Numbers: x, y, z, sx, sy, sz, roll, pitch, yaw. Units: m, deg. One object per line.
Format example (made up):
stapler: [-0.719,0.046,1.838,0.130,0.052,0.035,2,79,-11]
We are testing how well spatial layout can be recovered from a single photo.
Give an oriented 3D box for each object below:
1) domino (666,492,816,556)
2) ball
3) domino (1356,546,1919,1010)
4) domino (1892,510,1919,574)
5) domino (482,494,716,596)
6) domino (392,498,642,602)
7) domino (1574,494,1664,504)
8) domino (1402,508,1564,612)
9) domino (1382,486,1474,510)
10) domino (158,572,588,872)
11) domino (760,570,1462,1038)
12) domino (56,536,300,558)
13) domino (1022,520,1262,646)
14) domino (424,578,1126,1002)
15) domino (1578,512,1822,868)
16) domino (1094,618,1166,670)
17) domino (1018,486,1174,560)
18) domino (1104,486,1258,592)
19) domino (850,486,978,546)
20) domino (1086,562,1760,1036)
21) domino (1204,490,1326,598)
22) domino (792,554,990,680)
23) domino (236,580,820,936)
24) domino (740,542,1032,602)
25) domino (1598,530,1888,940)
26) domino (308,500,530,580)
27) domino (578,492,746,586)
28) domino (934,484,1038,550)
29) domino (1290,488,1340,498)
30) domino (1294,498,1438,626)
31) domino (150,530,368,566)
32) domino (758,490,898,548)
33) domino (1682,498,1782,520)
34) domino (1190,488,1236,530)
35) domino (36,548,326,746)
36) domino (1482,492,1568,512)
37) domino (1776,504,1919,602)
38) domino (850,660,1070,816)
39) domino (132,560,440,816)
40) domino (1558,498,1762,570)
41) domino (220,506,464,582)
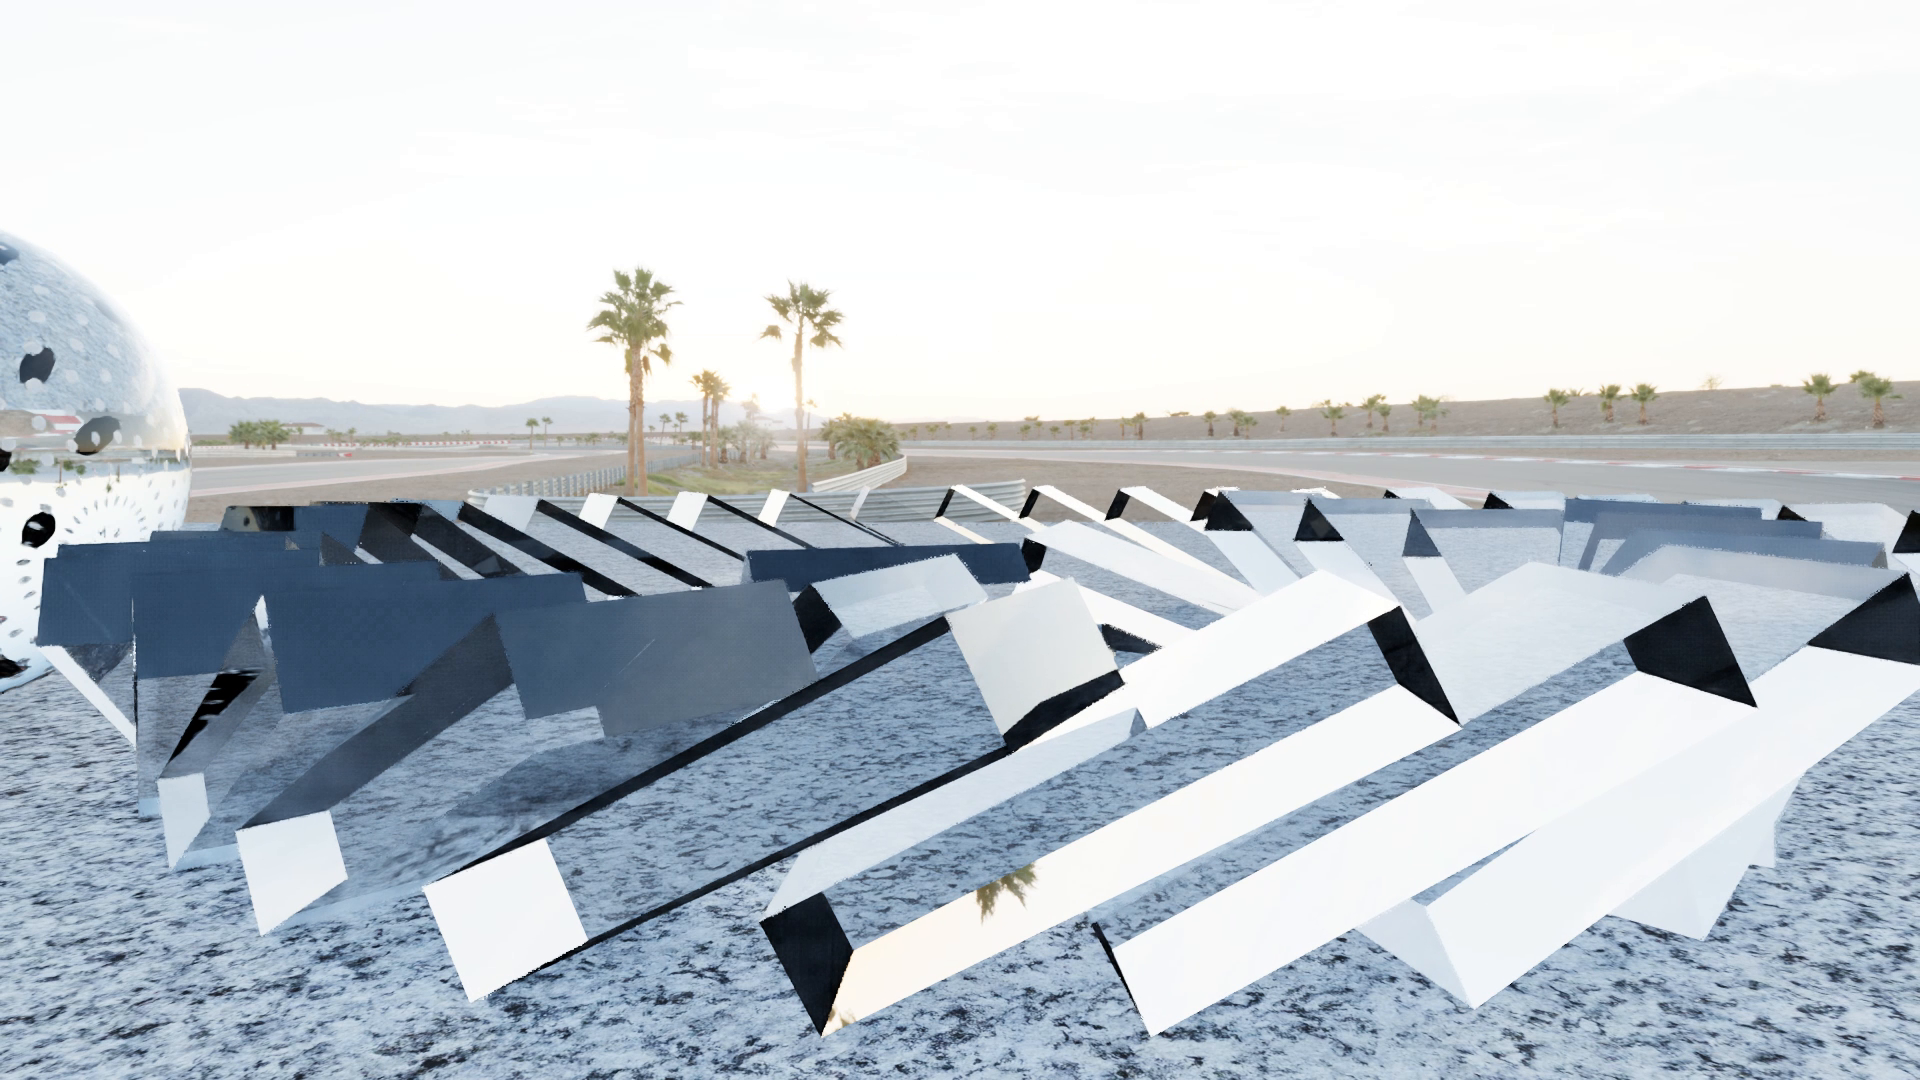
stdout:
domino: [-0.046,0.003,0.317,0.050,0.009,0.025,28,-9,-26]
ball: [-0.167,-0.013,0.201,0.080,0.080,0.080,0,4,0]
domino: [0.055,0.018,0.112,0.050,0.009,0.025,-30,12,-11]
domino: [0.188,0.011,0.216,0.025,0.010,0.050,0,31,-5]
domino: [-0.080,0.005,0.286,0.025,0.009,0.050,4,-21,47]
domino: [-0.092,0.007,0.267,0.025,0.009,0.050,3,-22,37]
domino: [0.159,0.006,0.279,0.025,0.009,0.050,-2,31,-26]
domino: [0.088,0.012,0.196,0.025,0.009,0.050,0,32,-1]
domino: [0.128,0.003,0.313,0.025,0.009,0.050,-4,33,-44]
domino: [-0.056,0.018,0.120,0.025,0.009,0.050,-4,-22,-42]
domino: [0.011,0.019,0.102,0.050,0.010,0.025,-27,2,5]
domino: [-0.097,0.014,0.174,0.025,0.010,0.050,-3,-22,-10]
domino: [0.038,0.011,0.243,0.050,0.010,0.025,22,16,20]
domino: [-0.014,0.019,0.100,0.050,0.009,0.025,-29,-8,23]
domino: [0.084,0.015,0.150,0.025,0.009,0.050,4,35,37]
domino: [0.015,0.018,0.262,0.050,0.009,0.025,4,6,41]
domino: [0.042,0.001,0.343,0.050,0.009,0.025,28,10,10]
domino: [0.065,0.002,0.340,0.050,0.009,0.025,29,14,18]
domino: [-0.004,0.001,0.338,0.050,0.009,0.025,27,0,-9]
domino: [0.033,0.019,0.104,0.050,0.009,0.025,-28,6,-1]
domino: [0.069,0.008,0.238,0.025,0.009,0.050,0,33,-25]
domino: [-0.016,0.016,0.199,0.025,0.009,0.050,-43,-12,20]
domino: [-0.037,0.019,0.107,0.050,0.009,0.025,-32,-16,37]
domino: [-0.015,0.013,0.232,0.050,0.025,0.009,-2,49,-21]
domino: [0.072,0.017,0.131,0.050,0.010,0.025,-37,25,-30]
domino: [-0.097,0.008,0.243,0.025,0.009,0.050,2,-24,20]
domino: [-0.064,0.004,0.305,0.050,0.009,0.025,28,-10,-28]
domino: [0.019,0.001,0.344,0.050,0.009,0.025,27,7,4]
domino: [0.107,0.003,0.324,0.050,0.009,0.025,33,20,27]
domino: [0.080,0.010,0.218,0.025,0.009,0.050,0,33,-16]
domino: [-0.099,0.012,0.200,0.025,0.009,0.050,0,-22,5]
domino: [-0.026,0.003,0.329,0.050,0.009,0.025,26,-4,-17]
domino: [0.172,0.008,0.259,0.025,0.009,0.050,-1,31,-17]
domino: [0.087,0.002,0.333,0.050,0.010,0.025,31,18,24]
domino: [-0.088,0.015,0.154,0.025,0.009,0.050,-2,-22,-20]
domino: [0.148,0.005,0.297,0.025,0.009,0.050,-2,31,-28]
domino: [0.180,0.009,0.238,0.025,0.009,0.050,-1,31,-15]
domino: [0.000,0.025,0.171,0.025,0.009,0.050,0,4,0]
domino: [-0.072,0.017,0.136,0.025,0.010,0.050,-3,-22,-33]
domino: [0.093,0.013,0.171,0.025,0.010,0.050,4,36,26]
domino: [-0.100,0.009,0.222,0.025,0.010,0.050,0,-25,11]
